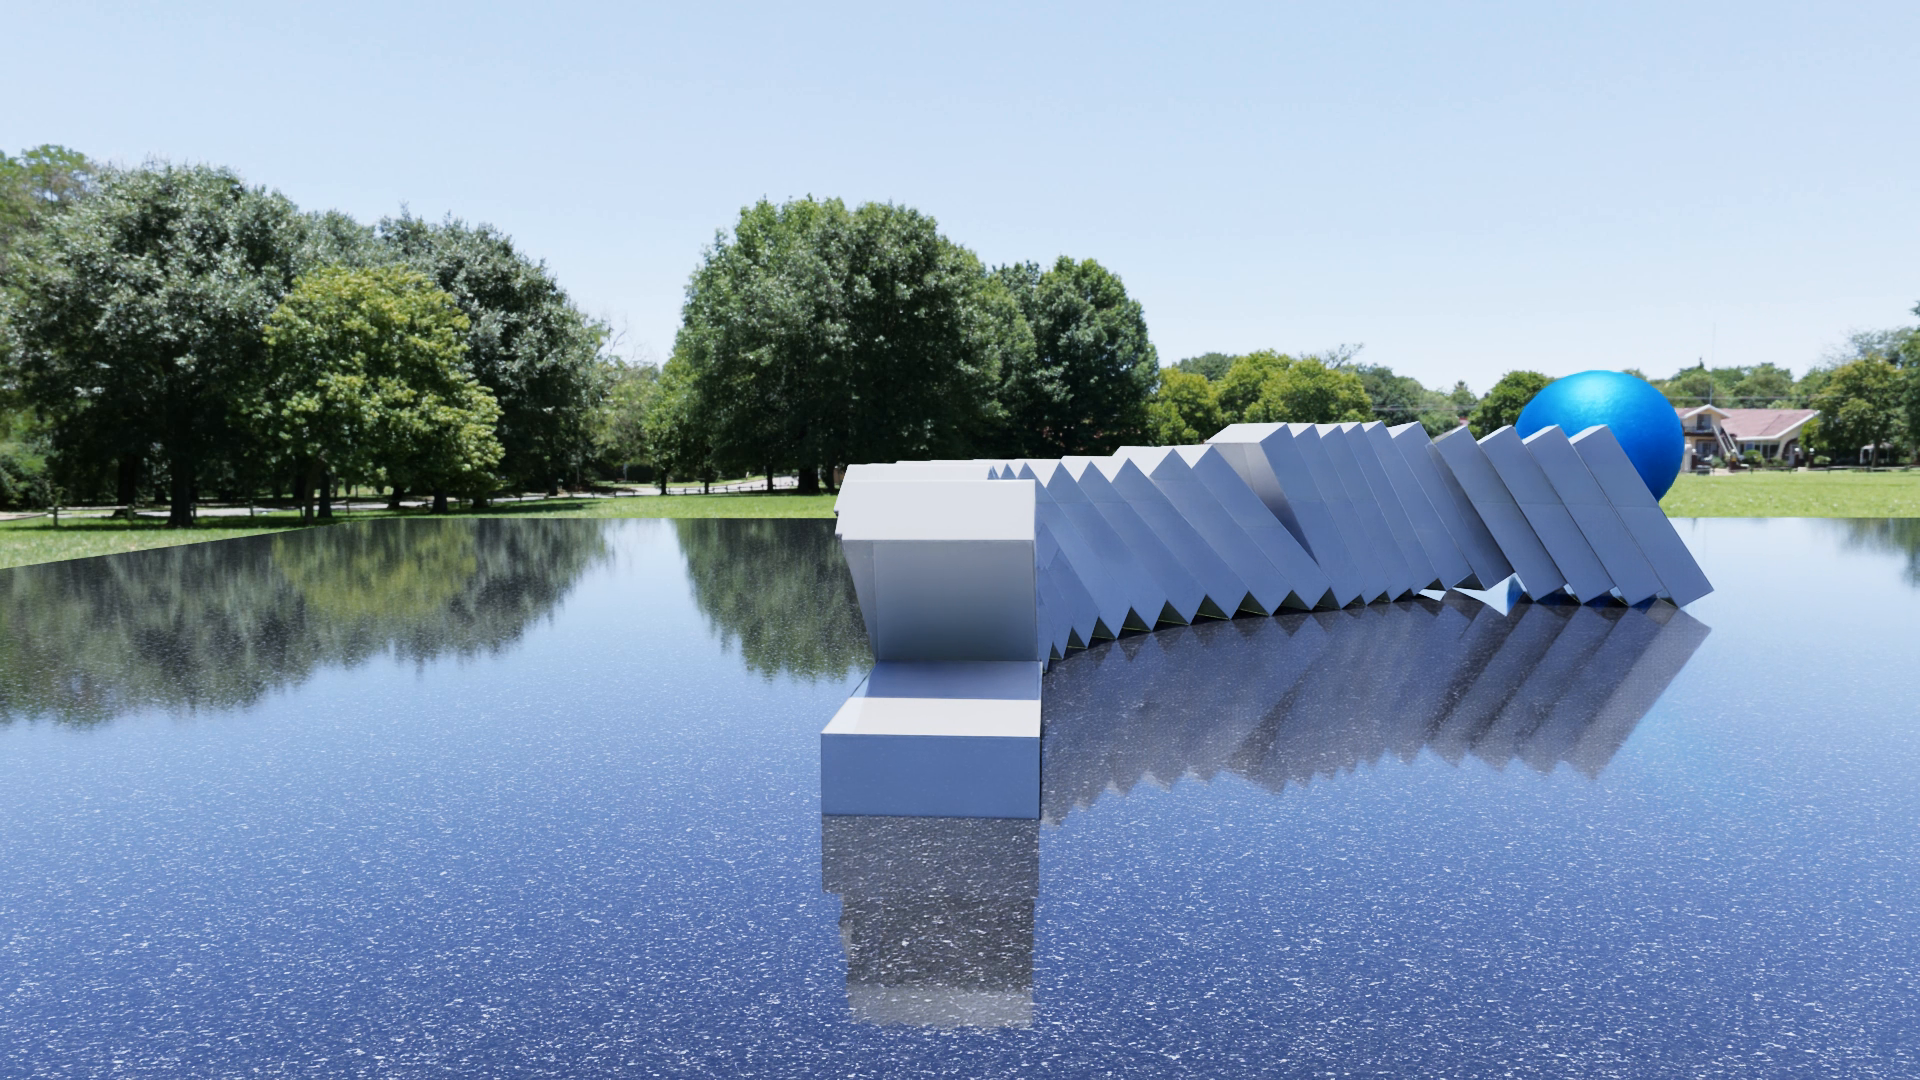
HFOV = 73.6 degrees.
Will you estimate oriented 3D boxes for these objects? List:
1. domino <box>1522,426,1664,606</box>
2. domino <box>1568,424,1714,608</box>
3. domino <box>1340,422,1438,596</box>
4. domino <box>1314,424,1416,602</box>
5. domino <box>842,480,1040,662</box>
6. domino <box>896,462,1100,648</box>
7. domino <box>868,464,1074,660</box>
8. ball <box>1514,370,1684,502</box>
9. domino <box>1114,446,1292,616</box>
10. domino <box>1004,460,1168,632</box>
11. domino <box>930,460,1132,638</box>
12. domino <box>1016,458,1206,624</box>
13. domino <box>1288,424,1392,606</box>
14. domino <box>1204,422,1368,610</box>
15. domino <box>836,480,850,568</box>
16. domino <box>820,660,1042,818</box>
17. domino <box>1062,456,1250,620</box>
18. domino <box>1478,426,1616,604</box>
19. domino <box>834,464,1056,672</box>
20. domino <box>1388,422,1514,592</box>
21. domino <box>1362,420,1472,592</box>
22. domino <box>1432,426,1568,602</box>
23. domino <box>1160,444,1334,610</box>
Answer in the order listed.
[{"bbox_3d":[0.170,-0.007,0.348,0.009,0.050,0.025,-32,-6,17],"label":"domino"},{"bbox_3d":[0.181,-0.007,0.344,0.010,0.050,0.025,-32,-6,17],"label":"domino"},{"bbox_3d":[0.112,-0.009,0.360,0.009,0.050,0.025,-34,13,-15],"label":"domino"},{"bbox_3d":[0.103,-0.008,0.352,0.009,0.050,0.025,-34,15,-15],"label":"domino"},{"bbox_3d":[-0.001,0.009,0.190,0.025,0.009,0.050,0,-32,5],"label":"domino"},{"bbox_3d":[0.007,0.004,0.259,0.025,0.009,0.050,3,-34,33],"label":"domino"},{"bbox_3d":[0.002,0.005,0.243,0.025,0.009,0.050,2,-34,26],"label":"domino"},{"bbox_3d":[0.327,-0.047,0.660,0.080,0.080,0.080,0,4,0],"label":"ball"},{"bbox_3d":[0.059,-0.002,0.323,0.050,0.010,0.025,46,-13,-19],"label":"domino"},{"bbox_3d":[0.023,0.002,0.287,0.025,0.009,0.050,4,-33,44],"label":"domino"},{"bbox_3d":[0.014,0.002,0.274,0.025,0.010,0.050,4,-34,41],"label":"domino"},{"bbox_3d":[0.034,0.001,0.300,0.025,0.009,0.050,5,-32,52],"label":"domino"},{"bbox_3d":[0.094,-0.007,0.345,0.009,0.050,0.025,-34,15,-15],"label":"domino"},{"bbox_3d":[0.085,-0.007,0.337,0.009,0.050,0.025,-34,15,-16],"label":"domino"},{"bbox_3d":[-0.002,0.008,0.208,0.025,0.009,0.050,1,-32,10],"label":"domino"},{"bbox_3d":[-0.002,0.025,0.171,0.025,0.010,0.050,0,4,4],"label":"domino"},{"bbox_3d":[0.045,-0.001,0.312,0.050,0.010,0.025,43,-18,-26],"label":"domino"},{"bbox_3d":[0.160,-0.008,0.353,0.009,0.050,0.025,-32,-6,17],"label":"domino"},{"bbox_3d":[-0.001,0.006,0.227,0.025,0.010,0.050,2,-35,20],"label":"domino"},{"bbox_3d":[0.136,-0.009,0.368,0.010,0.050,0.025,-33,1,-1],"label":"domino"},{"bbox_3d":[0.123,-0.009,0.366,0.009,0.050,0.025,-33,5,-7],"label":"domino"},{"bbox_3d":[0.150,-0.008,0.360,0.010,0.050,0.025,-32,-6,17],"label":"domino"},{"bbox_3d":[0.071,-0.003,0.329,0.050,0.009,0.025,45,-12,-17],"label":"domino"}]
